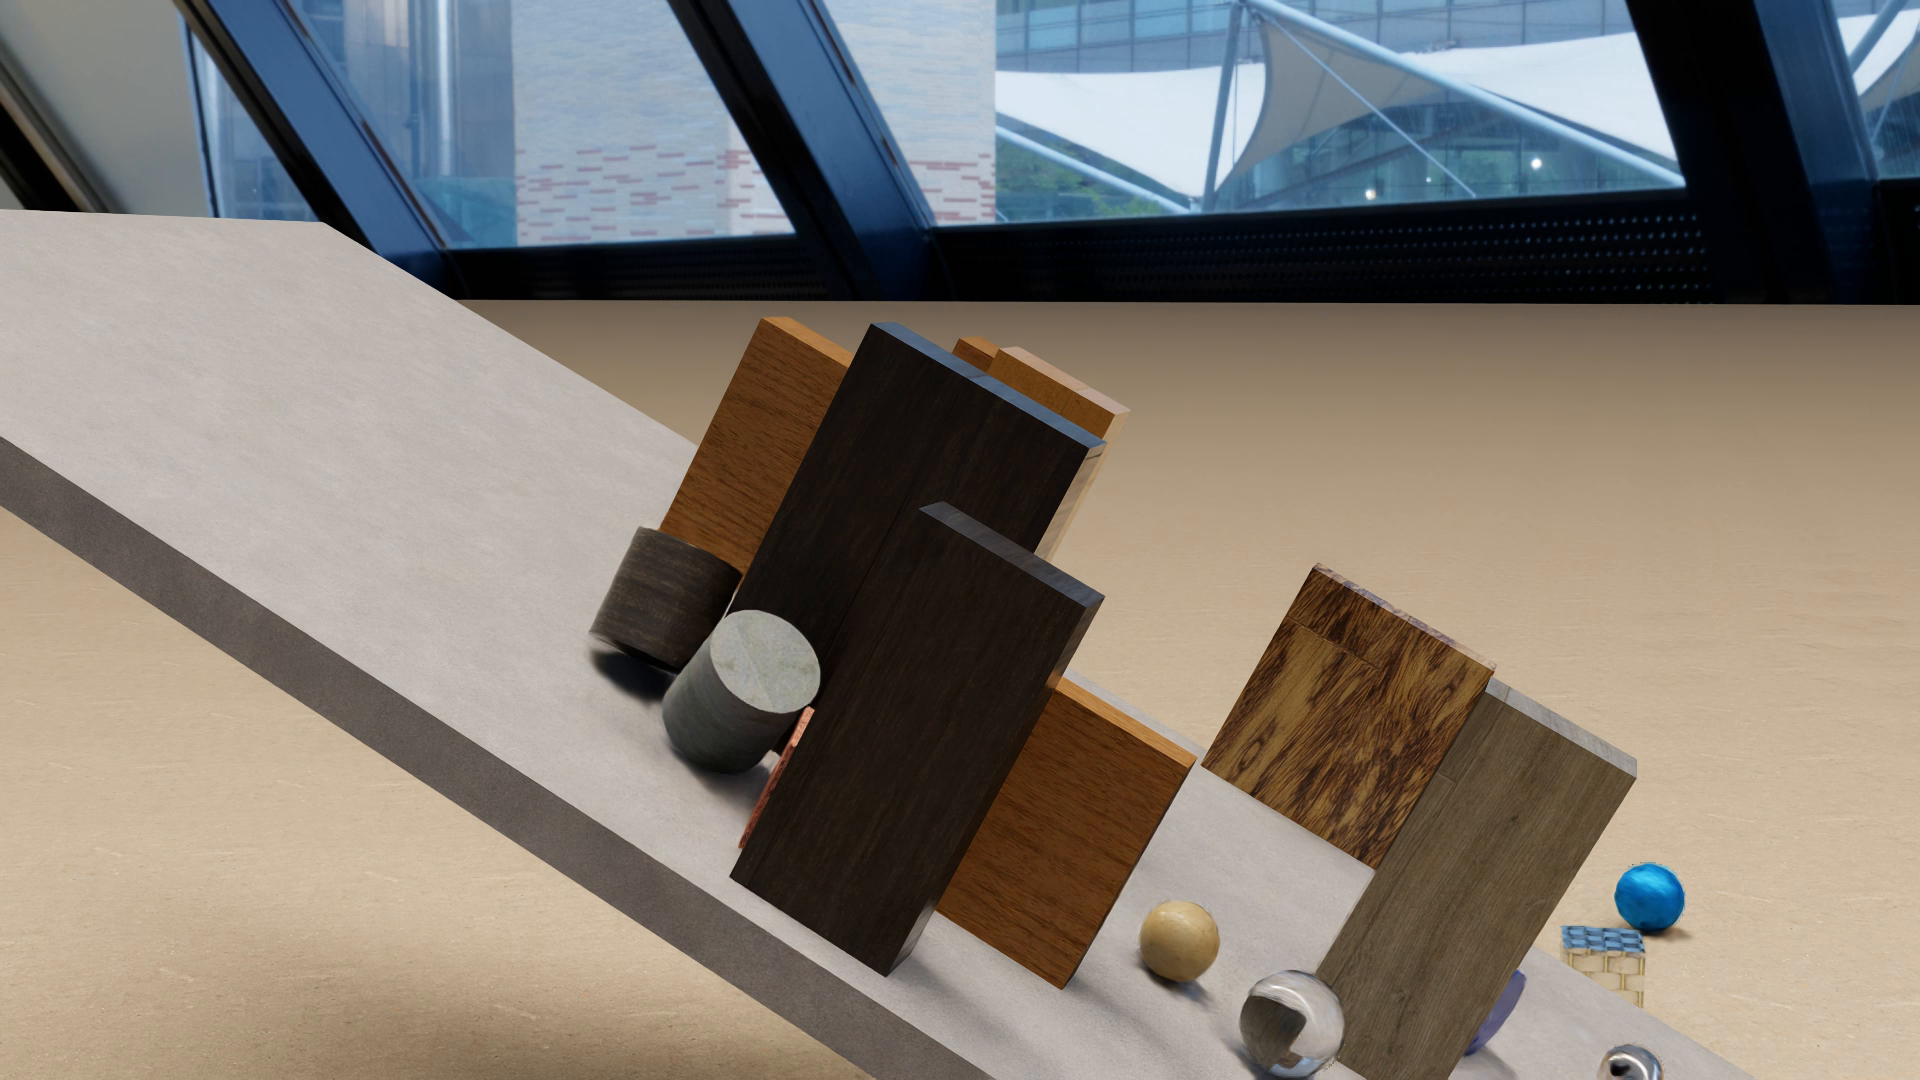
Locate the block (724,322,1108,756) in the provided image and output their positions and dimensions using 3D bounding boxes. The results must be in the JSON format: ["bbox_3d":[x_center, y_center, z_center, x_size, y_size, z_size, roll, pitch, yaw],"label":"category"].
[{"bbox_3d":[-0.114,0.054,3.718,0.420,0.727,0.127,31,14,12],"label":"block"}]

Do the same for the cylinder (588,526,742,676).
[{"bbox_3d":[-0.503,0.109,3.761,0.197,0.197,0.197,23,-11,5],"label":"cylinder"}]

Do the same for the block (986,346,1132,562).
[{"bbox_3d":[0.042,0.000,4.243,0.254,0.705,0.136,31,14,12],"label":"block"}]

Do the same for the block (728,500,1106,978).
[{"bbox_3d":[-0.066,0.288,3.182,0.275,0.627,0.114,31,14,12],"label":"block"}]

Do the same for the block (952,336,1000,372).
[{"bbox_3d":[0.000,-0.067,4.541,0.292,0.638,0.147,31,14,12],"label":"block"}]

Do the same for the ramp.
[{"bbox_3d":[-0.217,0.360,4.145,4.000,0.100,2.000,31,14,12],"label":"ramp"}]

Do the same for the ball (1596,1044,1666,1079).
[{"bbox_3d":[1.258,1.009,4.124,0.122,0.122,0.122,0,7,0],"label":"ball"}]

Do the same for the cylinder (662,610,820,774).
[{"bbox_3d":[-0.354,0.245,3.546,0.192,0.192,0.192,-6,-31,-39],"label":"cylinder"}]

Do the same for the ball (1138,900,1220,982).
[{"bbox_3d":[0.365,0.666,3.658,0.134,0.134,0.134,0,7,0],"label":"ball"}]

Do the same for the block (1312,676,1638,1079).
[{"bbox_3d":[0.832,0.593,3.673,0.270,0.673,0.145,31,14,12],"label":"block"}]

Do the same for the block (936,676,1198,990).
[{"bbox_3d":[0.105,0.425,3.450,0.375,0.415,0.080,31,14,12],"label":"block"}]

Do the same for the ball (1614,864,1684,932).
[{"bbox_3d":[1.946,1.010,6.207,0.188,0.188,0.188,0,7,0],"label":"ball"}]

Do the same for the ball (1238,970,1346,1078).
[{"bbox_3d":[0.531,0.773,3.512,0.170,0.170,0.170,0,7,0],"label":"ball"}]

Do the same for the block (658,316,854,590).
[{"bbox_3d":[-0.329,-0.136,4.437,0.372,0.510,0.142,31,14,12],"label":"block"}]

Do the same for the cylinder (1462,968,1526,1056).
[{"bbox_3d":[0.900,0.812,4.025,0.187,0.187,0.187,37,28,33],"label":"cylinder"}]

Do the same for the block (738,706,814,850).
[{"bbox_3d":[-0.207,0.406,3.412,0.186,0.186,0.186,27,14,-3],"label":"block"}]

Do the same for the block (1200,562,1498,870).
[{"bbox_3d":[0.840,0.382,4.776,0.438,0.508,0.088,31,14,12],"label":"block"}]

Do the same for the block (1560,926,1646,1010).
[{"bbox_3d":[1.606,1.092,5.507,0.193,0.193,0.193,2,7,13],"label":"block"}]
